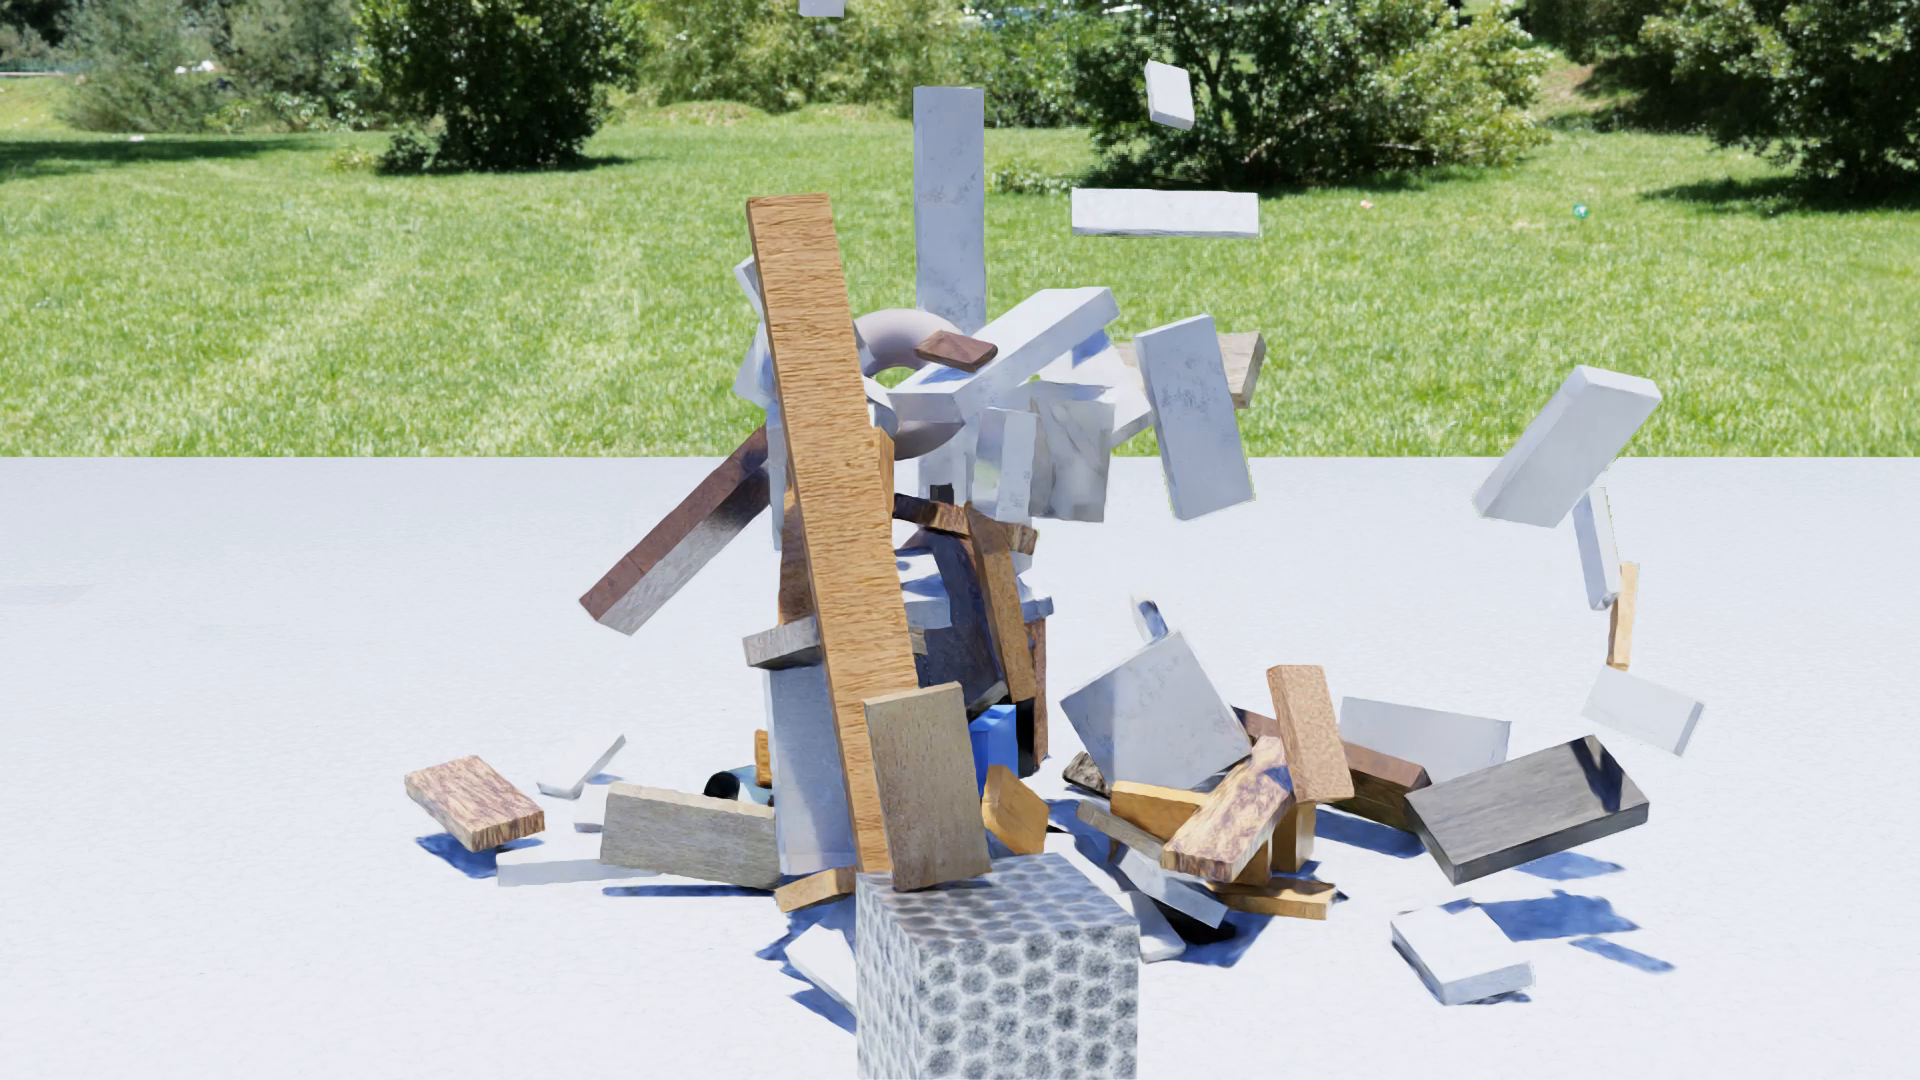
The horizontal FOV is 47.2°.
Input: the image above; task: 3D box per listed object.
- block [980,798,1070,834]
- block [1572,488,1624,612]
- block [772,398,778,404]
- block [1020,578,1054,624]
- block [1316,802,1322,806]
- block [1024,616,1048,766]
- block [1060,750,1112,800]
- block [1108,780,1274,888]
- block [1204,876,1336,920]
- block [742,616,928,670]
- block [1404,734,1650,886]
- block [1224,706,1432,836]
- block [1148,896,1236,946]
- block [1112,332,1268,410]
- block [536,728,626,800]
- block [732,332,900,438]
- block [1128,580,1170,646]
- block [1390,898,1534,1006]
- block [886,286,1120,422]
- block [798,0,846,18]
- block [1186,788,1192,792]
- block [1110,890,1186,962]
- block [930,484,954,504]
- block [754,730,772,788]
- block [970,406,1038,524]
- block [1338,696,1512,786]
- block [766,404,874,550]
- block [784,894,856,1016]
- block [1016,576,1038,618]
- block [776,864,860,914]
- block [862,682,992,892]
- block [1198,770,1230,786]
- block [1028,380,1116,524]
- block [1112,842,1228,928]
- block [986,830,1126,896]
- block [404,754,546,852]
[{"bbox_3d":[0.131,0.501,3.815,0.203,0.029,0.102,28,-10,-40],"label":"block"},{"bbox_3d":[0.999,0.016,3.450,0.024,0.172,0.086,-3,-22,-4],"label":"block"},{"bbox_3d":[-0.247,-0.212,3.594,0.061,0.017,0.121,-18,-45,32],"label":"block"},{"bbox_3d":[0.032,0.152,4.393,0.280,0.040,0.140,-18,19,-17],"label":"block"},{"bbox_3d":[0.601,0.483,4.164,0.206,0.029,0.103,-5,12,-27],"label":"block"},{"bbox_3d":[0.145,0.303,4.425,0.040,0.280,0.140,0,7,10],"label":"block"},{"bbox_3d":[0.262,0.453,4.222,0.129,0.018,0.064,19,58,42],"label":"block"},{"bbox_3d":[0.383,0.486,3.645,0.266,0.133,0.038,7,22,17],"label":"block"},{"bbox_3d":[0.508,0.585,3.618,0.206,0.029,0.103,3,11,18],"label":"block"},{"bbox_3d":[-0.188,0.164,3.370,0.153,0.043,0.306,-18,-14,22],"label":"block"},{"bbox_3d":[0.898,0.427,3.495,0.337,0.048,0.169,-16,38,-10],"label":"block"},{"bbox_3d":[0.656,0.417,4.024,0.478,0.169,0.048,16,59,42],"label":"block"},{"bbox_3d":[0.348,0.604,3.537,0.071,0.020,0.212,-7,12,-31],"label":"block"},{"bbox_3d":[0.414,-0.312,4.176,0.312,0.044,0.156,-2,50,31],"label":"block"},{"bbox_3d":[-0.732,0.431,4.260,0.086,0.024,0.173,7,37,30],"label":"block"},{"bbox_3d":[-0.231,-0.239,3.655,0.276,0.138,0.039,28,45,-1],"label":"block"},{"bbox_3d":[0.370,0.195,4.053,0.032,0.112,0.225,-20,52,-5],"label":"block"},{"bbox_3d":[0.755,0.620,3.327,0.133,0.038,0.266,-14,12,-3],"label":"block"},{"bbox_3d":[0.070,-0.298,3.511,0.356,0.050,0.178,-36,23,-29],"label":"block"},{"bbox_3d":[-0.239,-0.994,3.862,0.081,0.163,0.023,2,48,-6],"label":"block"},{"bbox_3d":[0.379,0.478,4.219,0.129,0.018,0.064,2,10,12],"label":"block"},{"bbox_3d":[0.286,0.601,3.426,0.071,0.020,0.141,-6,31,-24],"label":"block"},{"bbox_3d":[0.004,0.156,4.506,0.112,0.545,0.032,-5,7,-28],"label":"block"},{"bbox_3d":[-0.322,0.372,3.723,0.049,0.099,0.014,11,-30,-29],"label":"block"},{"bbox_3d":[0.062,-0.114,3.231,0.044,0.155,0.310,5,4,-7],"label":"block"},{"bbox_3d":[0.837,0.390,4.011,0.048,0.169,0.338,9,-2,-43],"label":"block"},{"bbox_3d":[-0.230,-0.101,3.675,0.172,0.345,0.049,0,55,-2],"label":"block"},{"bbox_3d":[-0.124,0.614,3.153,0.132,0.037,0.265,-37,36,-22],"label":"block"},{"bbox_3d":[0.074,0.113,4.365,0.112,0.032,0.225,-16,19,-7],"label":"block"},{"bbox_3d":[-0.134,0.513,3.338,0.265,0.037,0.132,-5,-16,-41],"label":"block"},{"bbox_3d":[-0.042,0.318,2.837,0.125,0.249,0.035,-11,9,-9],"label":"block"},{"bbox_3d":[0.474,0.458,4.249,0.185,0.018,0.064,0,6,-35],"label":"block"},{"bbox_3d":[0.180,-0.144,3.647,0.138,0.276,0.039,5,46,2],"label":"block"},{"bbox_3d":[0.331,0.546,3.507,0.133,0.038,0.269,27,-1,-6],"label":"block"},{"bbox_3d":[0.146,0.530,3.516,0.266,0.038,0.133,11,35,-47],"label":"block"},{"bbox_3d":[-0.853,0.459,3.858,0.137,0.039,0.274,-15,25,-34],"label":"block"}]
